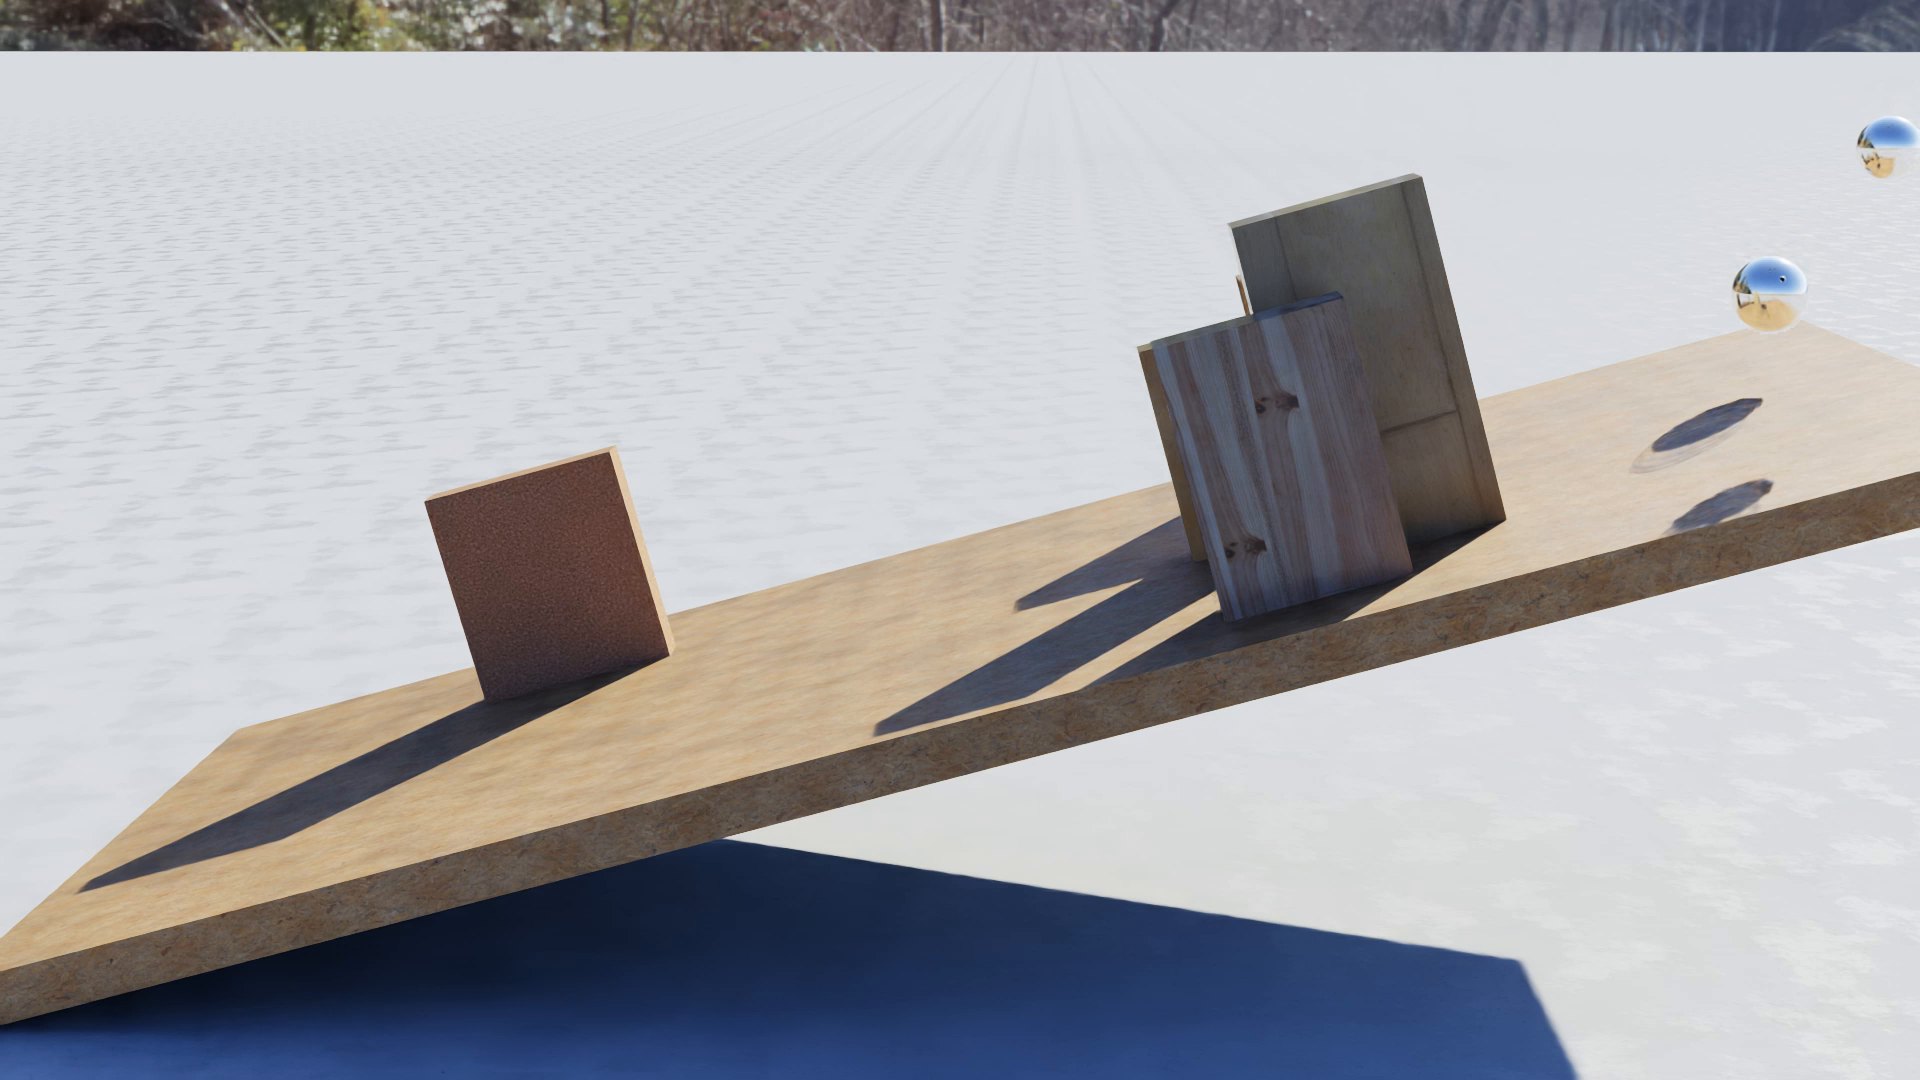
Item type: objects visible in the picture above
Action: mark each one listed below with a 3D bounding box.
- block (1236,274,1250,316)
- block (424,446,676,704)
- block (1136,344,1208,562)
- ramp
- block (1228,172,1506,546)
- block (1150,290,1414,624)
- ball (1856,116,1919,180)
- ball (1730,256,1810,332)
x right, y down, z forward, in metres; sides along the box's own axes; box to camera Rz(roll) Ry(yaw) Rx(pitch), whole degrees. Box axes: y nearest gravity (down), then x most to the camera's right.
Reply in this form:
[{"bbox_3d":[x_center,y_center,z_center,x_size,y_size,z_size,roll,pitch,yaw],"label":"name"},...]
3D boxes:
[{"bbox_3d":[0.919,-0.454,6.995,0.418,0.465,0.129,-15,9,4],"label":"block"},{"bbox_3d":[-0.949,0.080,6.827,0.446,0.494,0.105,-15,9,4],"label":"block"},{"bbox_3d":[0.574,-0.218,6.195,0.293,0.460,0.111,-15,9,4],"label":"block"},{"bbox_3d":[0.082,0.190,6.328,4.000,0.100,2.000,-15,9,4],"label":"ramp"},{"bbox_3d":[0.798,-0.332,5.780,0.377,0.691,0.144,-15,9,4],"label":"block"},{"bbox_3d":[0.606,-0.157,5.548,0.366,0.536,0.141,-15,9,4],"label":"block"},{"bbox_3d":[1.921,-0.810,6.076,0.133,0.133,0.133,0,10,0],"label":"ball"},{"bbox_3d":[1.769,-0.537,6.423,0.165,0.165,0.165,0,10,0],"label":"ball"}]
